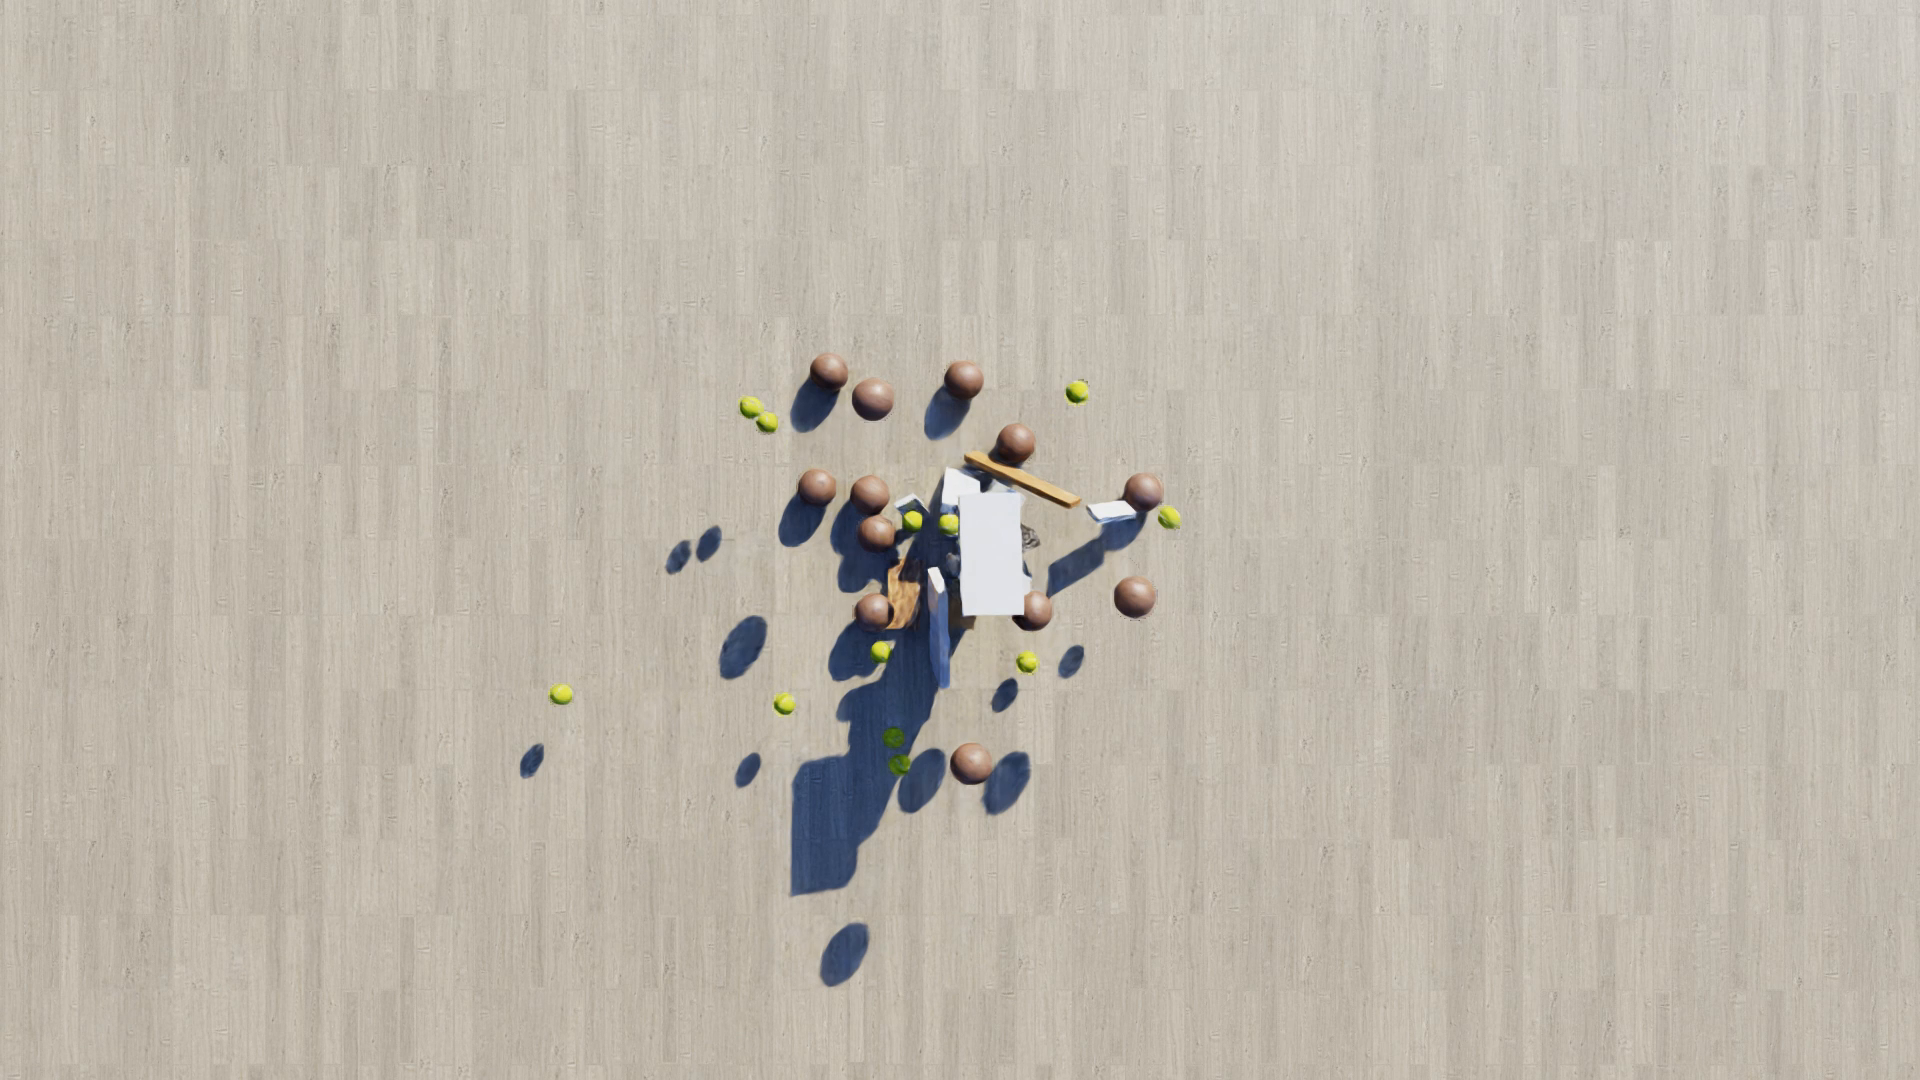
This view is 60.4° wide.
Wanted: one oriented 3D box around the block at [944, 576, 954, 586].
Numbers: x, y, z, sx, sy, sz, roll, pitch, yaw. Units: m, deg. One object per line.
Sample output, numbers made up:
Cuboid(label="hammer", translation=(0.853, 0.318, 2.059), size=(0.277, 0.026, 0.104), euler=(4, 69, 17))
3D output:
Cuboid(label="block", translation=(-0.005, 0.138, 5.411), size=(0.089, 0.177, 0.025), euler=(4, 91, 0))

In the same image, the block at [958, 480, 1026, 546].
Cuboid(label="block", translation=(0.100, -0.063, 5.239), size=(0.117, 0.033, 0.234), euler=(27, 98, -22))

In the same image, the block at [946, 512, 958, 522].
Cuboid(label="block", translation=(0.044, -0.064, 5.369), size=(0.117, 0.234, 0.033), euler=(13, 101, -19))

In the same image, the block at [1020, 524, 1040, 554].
Cuboid(label="block", translation=(0.123, 0.013, 5.057), size=(0.178, 0.356, 0.050), euler=(-27, 100, -6))

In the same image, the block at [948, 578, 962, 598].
Cuboid(label="block", translation=(0.030, 0.158, 5.177), size=(0.117, 0.233, 0.033), euler=(9, 81, -5))

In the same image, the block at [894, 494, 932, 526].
Cuboid(label="block", translation=(-0.155, -0.099, 5.427), size=(0.074, 0.148, 0.021), euler=(-28, 59, 7))

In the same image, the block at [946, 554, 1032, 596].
Cuboid(label="block", translation=(0.082, 0.103, 5.102), size=(0.178, 0.451, 0.050), euler=(8, 94, -11))

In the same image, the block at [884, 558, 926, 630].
Cuboid(label="block", translation=(-0.183, 0.180, 5.483), size=(0.117, 0.033, 0.233), euler=(4, 90, 0))

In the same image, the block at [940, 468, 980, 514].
Cuboid(label="block", translation=(0.004, -0.159, 5.392), size=(0.117, 0.234, 0.033), euler=(6, 122, 0))

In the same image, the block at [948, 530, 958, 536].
Cuboid(label="block", translation=(0.001, -0.022, 5.424), size=(0.076, 0.151, 0.021), euler=(-1, 90, 0))

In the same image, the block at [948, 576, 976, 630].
Cuboid(label="block", translation=(0.013, 0.195, 5.307), size=(0.089, 0.025, 0.177), euler=(9, 90, -5))

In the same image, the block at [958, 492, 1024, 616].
Cuboid(label="block", translation=(0.090, 0.043, 4.845), size=(0.178, 0.050, 0.356), euler=(-2, 86, -5))

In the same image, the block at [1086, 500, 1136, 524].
Cuboid(label="block", translation=(0.493, -0.092, 5.372), size=(0.148, 0.074, 0.021), euler=(-8, 130, -26))

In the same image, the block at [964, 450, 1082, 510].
Cuboid(label="block", translation=(0.201, -0.198, 5.378), size=(0.415, 0.074, 0.021), euler=(26, 118, 25))

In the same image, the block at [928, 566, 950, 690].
Cuboid(label="block", translation=(-0.067, 0.289, 5.312), size=(0.033, 0.117, 0.436), euler=(-12, 132, -12))
